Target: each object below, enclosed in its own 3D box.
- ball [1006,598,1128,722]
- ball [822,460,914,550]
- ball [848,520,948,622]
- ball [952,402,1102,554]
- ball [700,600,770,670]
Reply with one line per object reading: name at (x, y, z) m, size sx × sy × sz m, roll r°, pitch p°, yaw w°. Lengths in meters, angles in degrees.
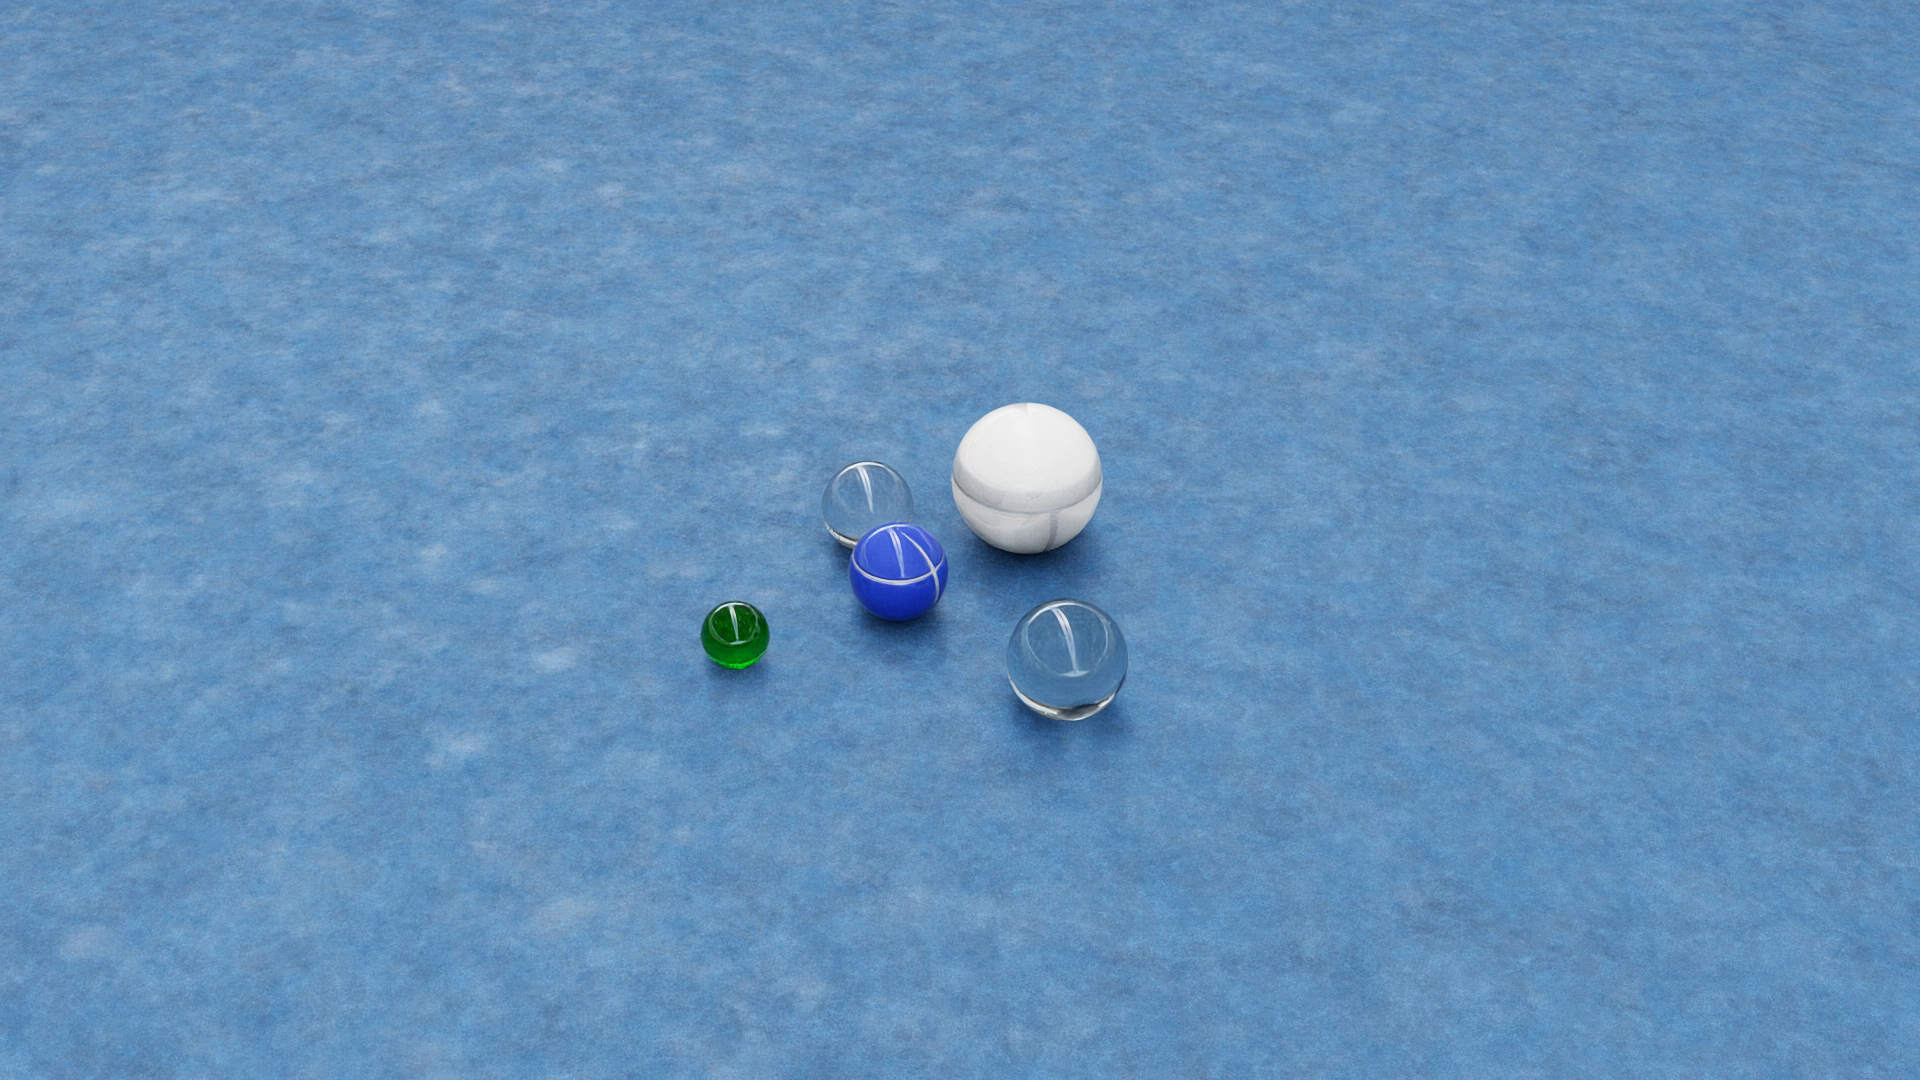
ball at (0.061, 0.068, 1.455) m, size 0.070 × 0.070 × 0.070 m, roll 0°, pitch 37°, yaw 0°
ball at (-0.057, -0.021, 1.584) m, size 0.057 × 0.057 × 0.057 m, roll 0°, pitch 37°, yaw 0°
ball at (-0.037, 0.019, 1.529) m, size 0.060 × 0.060 × 0.060 m, roll 0°, pitch 37°, yaw 0°
ball at (0.041, -0.038, 1.577) m, size 0.093 × 0.093 × 0.093 m, roll 0°, pitch 37°, yaw 0°
ball at (-0.131, 0.055, 1.496) m, size 0.040 × 0.040 × 0.040 m, roll 0°, pitch 37°, yaw 0°
